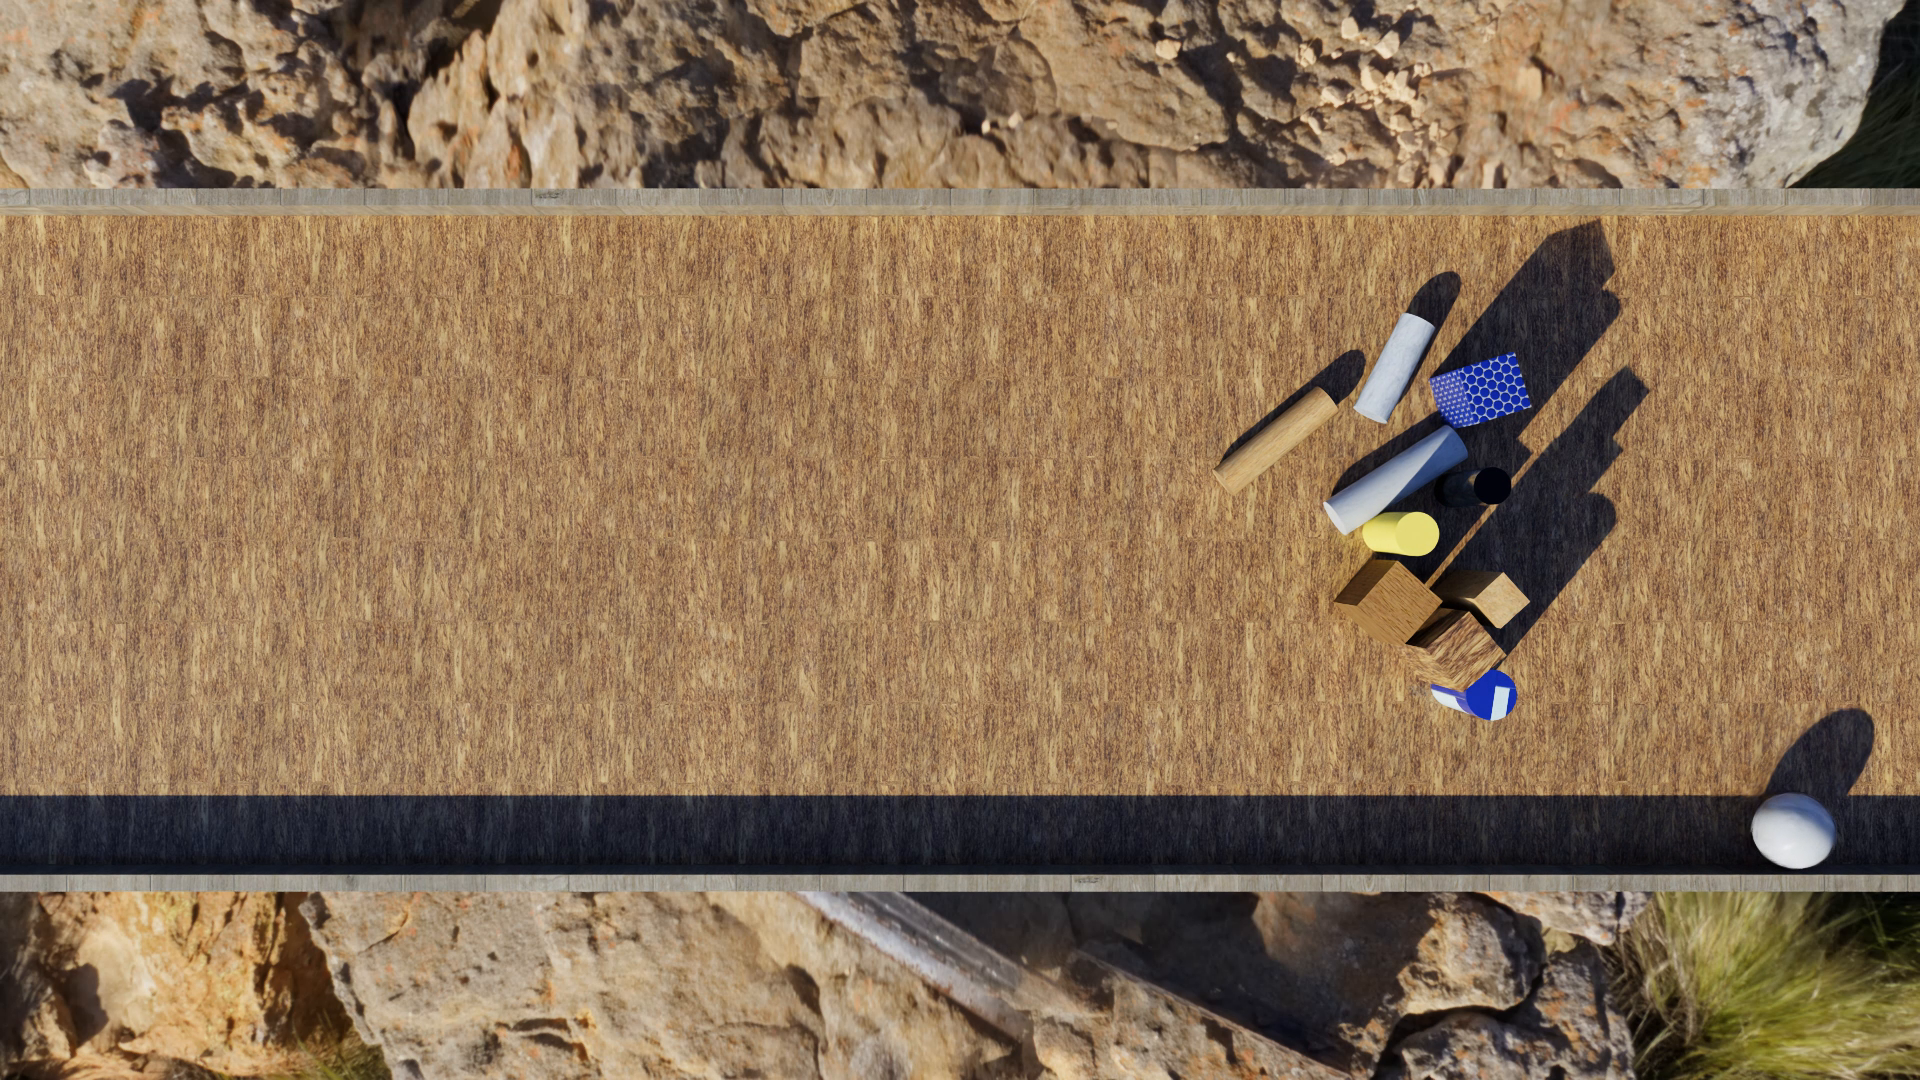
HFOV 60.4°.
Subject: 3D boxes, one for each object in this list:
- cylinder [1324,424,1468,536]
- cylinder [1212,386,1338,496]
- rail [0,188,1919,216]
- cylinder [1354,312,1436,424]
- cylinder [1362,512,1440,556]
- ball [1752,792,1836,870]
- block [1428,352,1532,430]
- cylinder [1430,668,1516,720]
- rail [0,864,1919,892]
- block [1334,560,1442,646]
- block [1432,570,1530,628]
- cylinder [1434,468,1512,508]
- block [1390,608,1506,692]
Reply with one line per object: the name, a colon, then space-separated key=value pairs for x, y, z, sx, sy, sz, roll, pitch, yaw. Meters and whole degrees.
cylinder: x=1.324 y=-0.183 z=5.015 sx=0.436 sy=0.121 sz=0.121 roll=-33 pitch=90 yaw=0
cylinder: x=0.960 y=-0.301 z=5.024 sx=0.405 sy=0.104 sz=0.104 roll=-39 pitch=90 yaw=0
rail: x=-2.247 y=-1.025 z=5.002 sx=12.000 sy=0.150 sz=0.050 roll=0 pitch=90 yaw=0
cylinder: x=1.322 y=-0.523 z=5.021 sx=0.111 sy=0.111 sz=0.320 roll=27 pitch=90 yaw=0
cylinder: x=1.303 y=-0.020 z=4.889 sx=0.125 sy=0.372 sz=0.125 roll=0 pitch=91 yaw=0
ball: x=2.506 y=0.875 z=4.963 sx=0.227 sy=0.227 sz=0.227 roll=0 pitch=90 yaw=0
block: x=1.547 y=-0.440 z=4.922 sx=0.168 sy=0.309 sz=0.168 roll=-17 pitch=90 yaw=0
cylinder: x=1.521 y=0.443 z=4.897 sx=0.146 sy=0.359 sz=0.146 roll=0 pitch=90 yaw=0
rail: x=-2.247 y=1.025 z=5.001 sx=12.000 sy=0.150 sz=0.050 roll=0 pitch=90 yaw=0
block: x=1.272 y=0.184 z=4.922 sx=0.176 sy=0.310 sz=0.176 roll=42 pitch=90 yaw=0
block: x=1.524 y=0.170 z=4.857 sx=0.112 sy=0.440 sz=0.112 roll=-42 pitch=90 yaw=0
cylinder: x=1.513 y=-0.154 z=4.880 sx=0.108 sy=0.392 sz=0.108 roll=0 pitch=90 yaw=0
block: x=1.428 y=0.317 z=4.867 sx=0.163 sy=0.419 sz=0.163 roll=-40 pitch=90 yaw=0
